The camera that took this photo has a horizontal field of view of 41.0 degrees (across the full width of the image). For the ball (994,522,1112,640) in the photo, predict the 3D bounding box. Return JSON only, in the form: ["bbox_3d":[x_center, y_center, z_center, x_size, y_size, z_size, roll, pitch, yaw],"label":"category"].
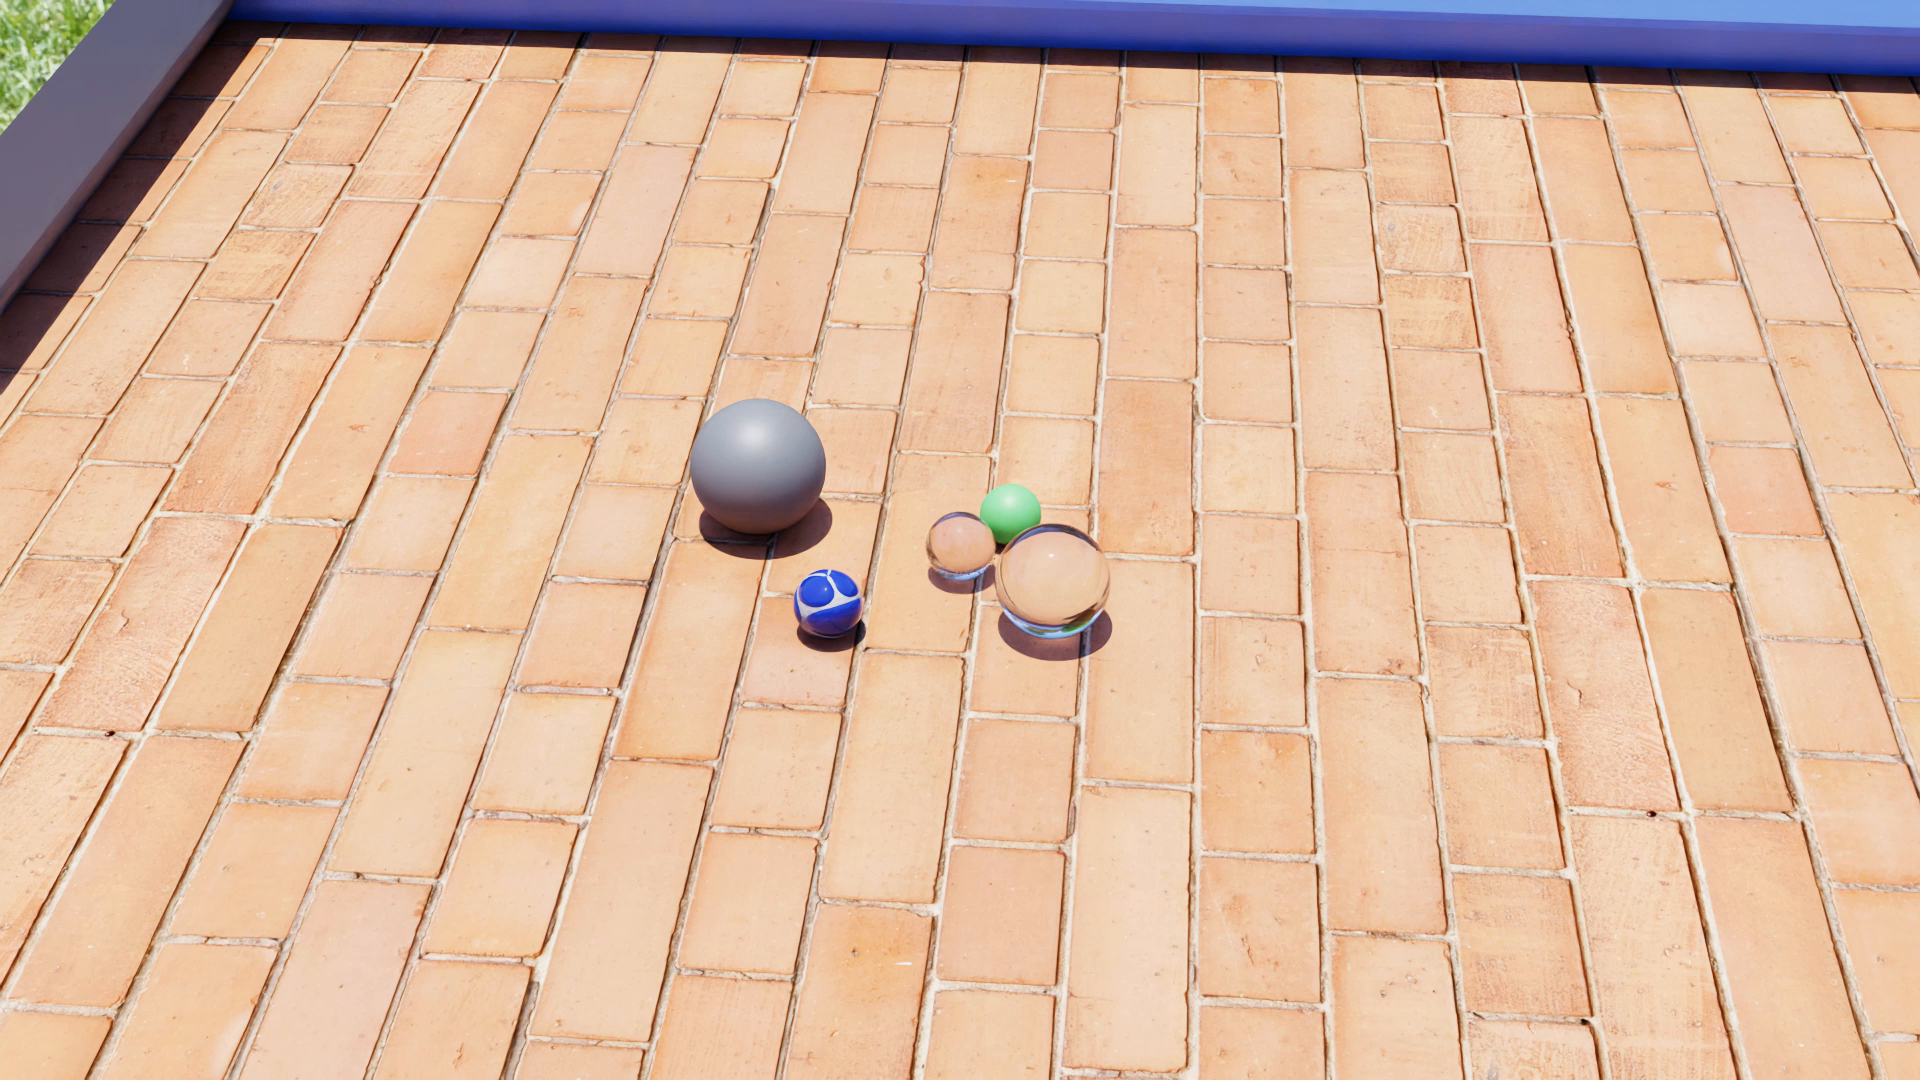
[{"bbox_3d":[0.064,0.028,1.759,0.080,0.080,0.080,0,35,0],"label":"ball"}]

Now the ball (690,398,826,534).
[{"bbox_3d":[-0.146,-0.053,1.858,0.099,0.099,0.099,0,35,0],"label":"ball"}]

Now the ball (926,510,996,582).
[{"bbox_3d":[0.000,0.004,1.819,0.050,0.050,0.050,0,35,0],"label":"ball"}]

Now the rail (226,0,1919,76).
[{"bbox_3d":[0.893,-0.496,2.456,3.303,0.128,0.045,3,35,4],"label":"rail"}]

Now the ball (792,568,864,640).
[{"bbox_3d":[-0.091,0.044,1.764,0.049,0.049,0.049,0,35,0],"label":"ball"}]

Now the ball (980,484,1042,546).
[{"bbox_3d":[0.037,-0.018,1.855,0.045,0.045,0.045,0,35,0],"label":"ball"}]

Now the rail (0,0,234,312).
[{"bbox_3d":[-0.799,-0.064,1.845,0.045,0.128,1.808,3,35,4],"label":"rail"}]
